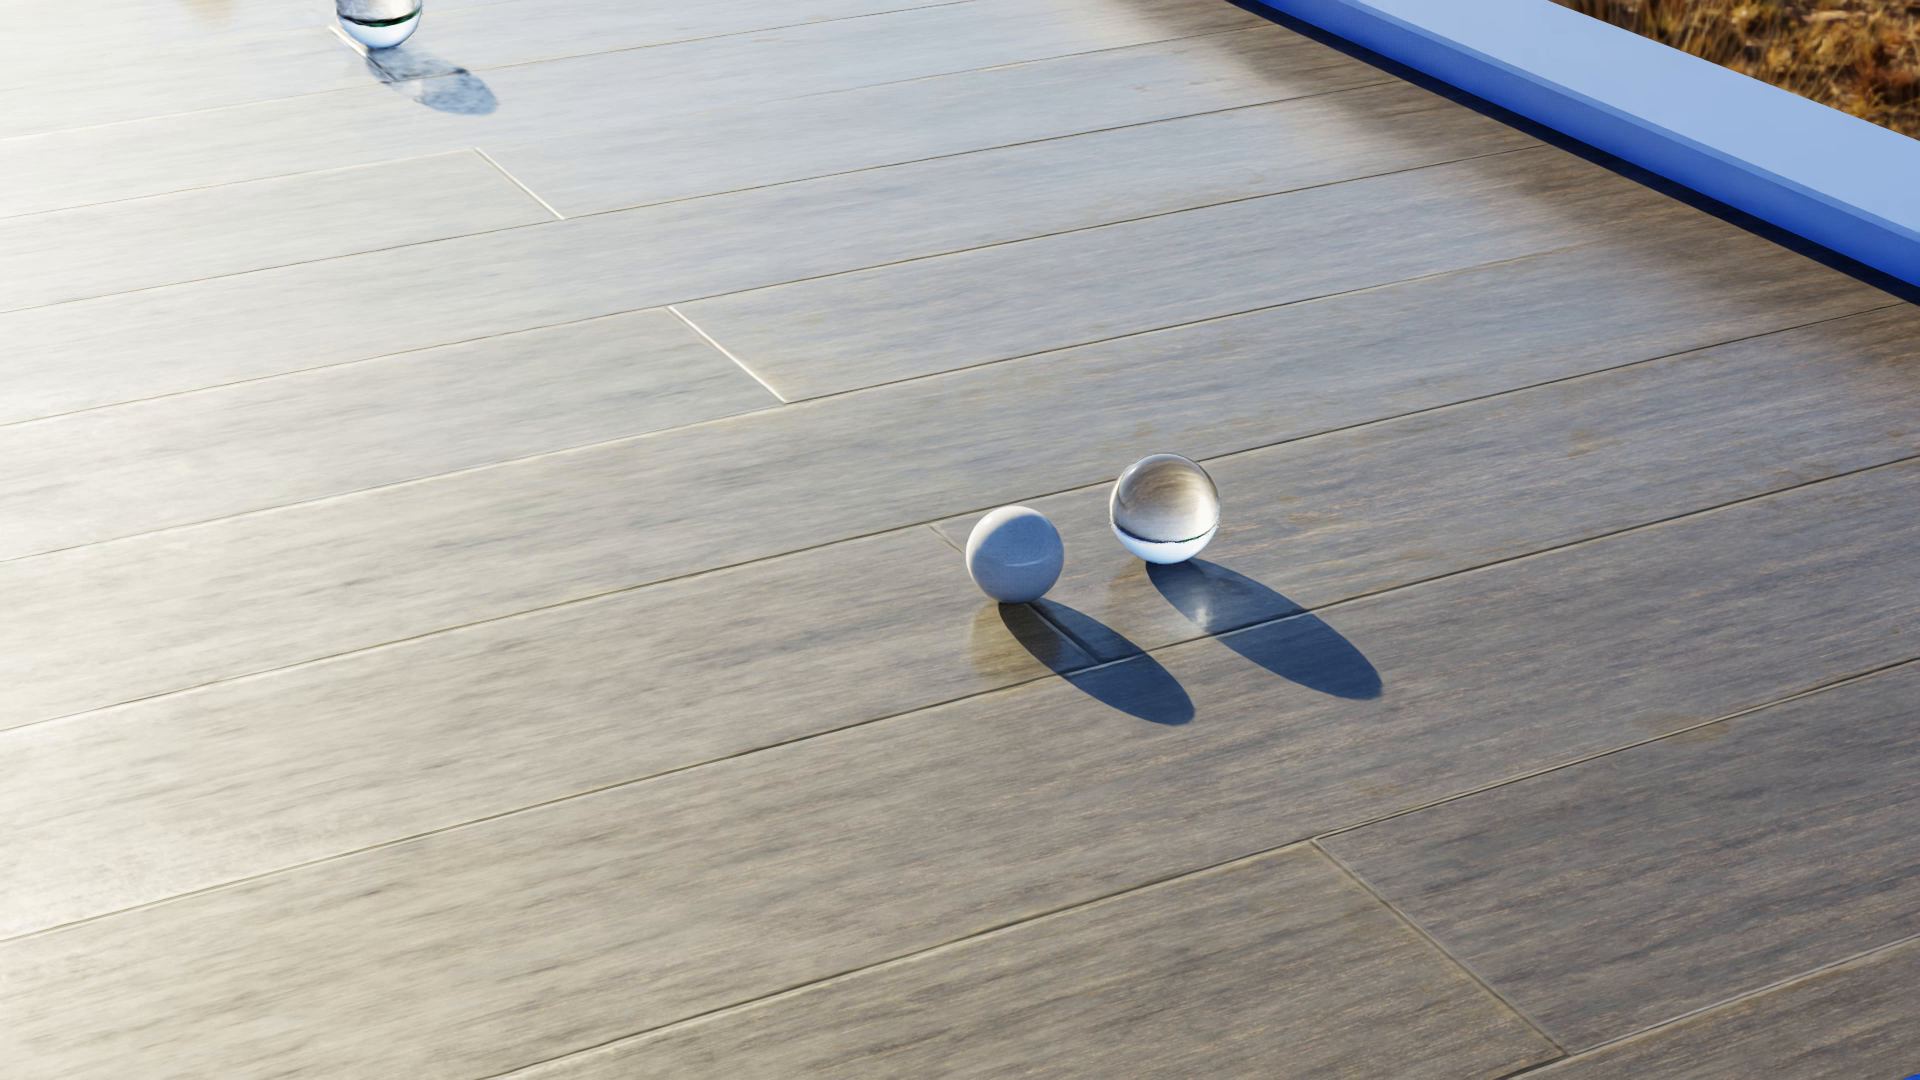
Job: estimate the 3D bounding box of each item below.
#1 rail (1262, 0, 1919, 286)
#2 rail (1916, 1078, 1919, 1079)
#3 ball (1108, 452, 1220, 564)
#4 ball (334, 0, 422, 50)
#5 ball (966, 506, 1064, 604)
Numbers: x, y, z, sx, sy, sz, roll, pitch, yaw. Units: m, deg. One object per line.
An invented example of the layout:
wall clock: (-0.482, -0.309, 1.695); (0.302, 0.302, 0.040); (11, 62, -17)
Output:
rail: (0.485, -0.560, 3.153); (0.045, 0.126, 3.472); (-13, 28, -25)
rail: (0.394, 0.299, 1.365); (2.059, 0.126, 0.045); (-13, 28, -25)
ball: (0.145, -0.022, 2.090); (0.080, 0.080, 0.080); (0, 26, 0)
ball: (-0.645, -0.592, 3.257); (0.097, 0.097, 0.097); (0, 26, 0)
ball: (0.038, 0.010, 2.035); (0.068, 0.068, 0.068); (0, 26, 0)
